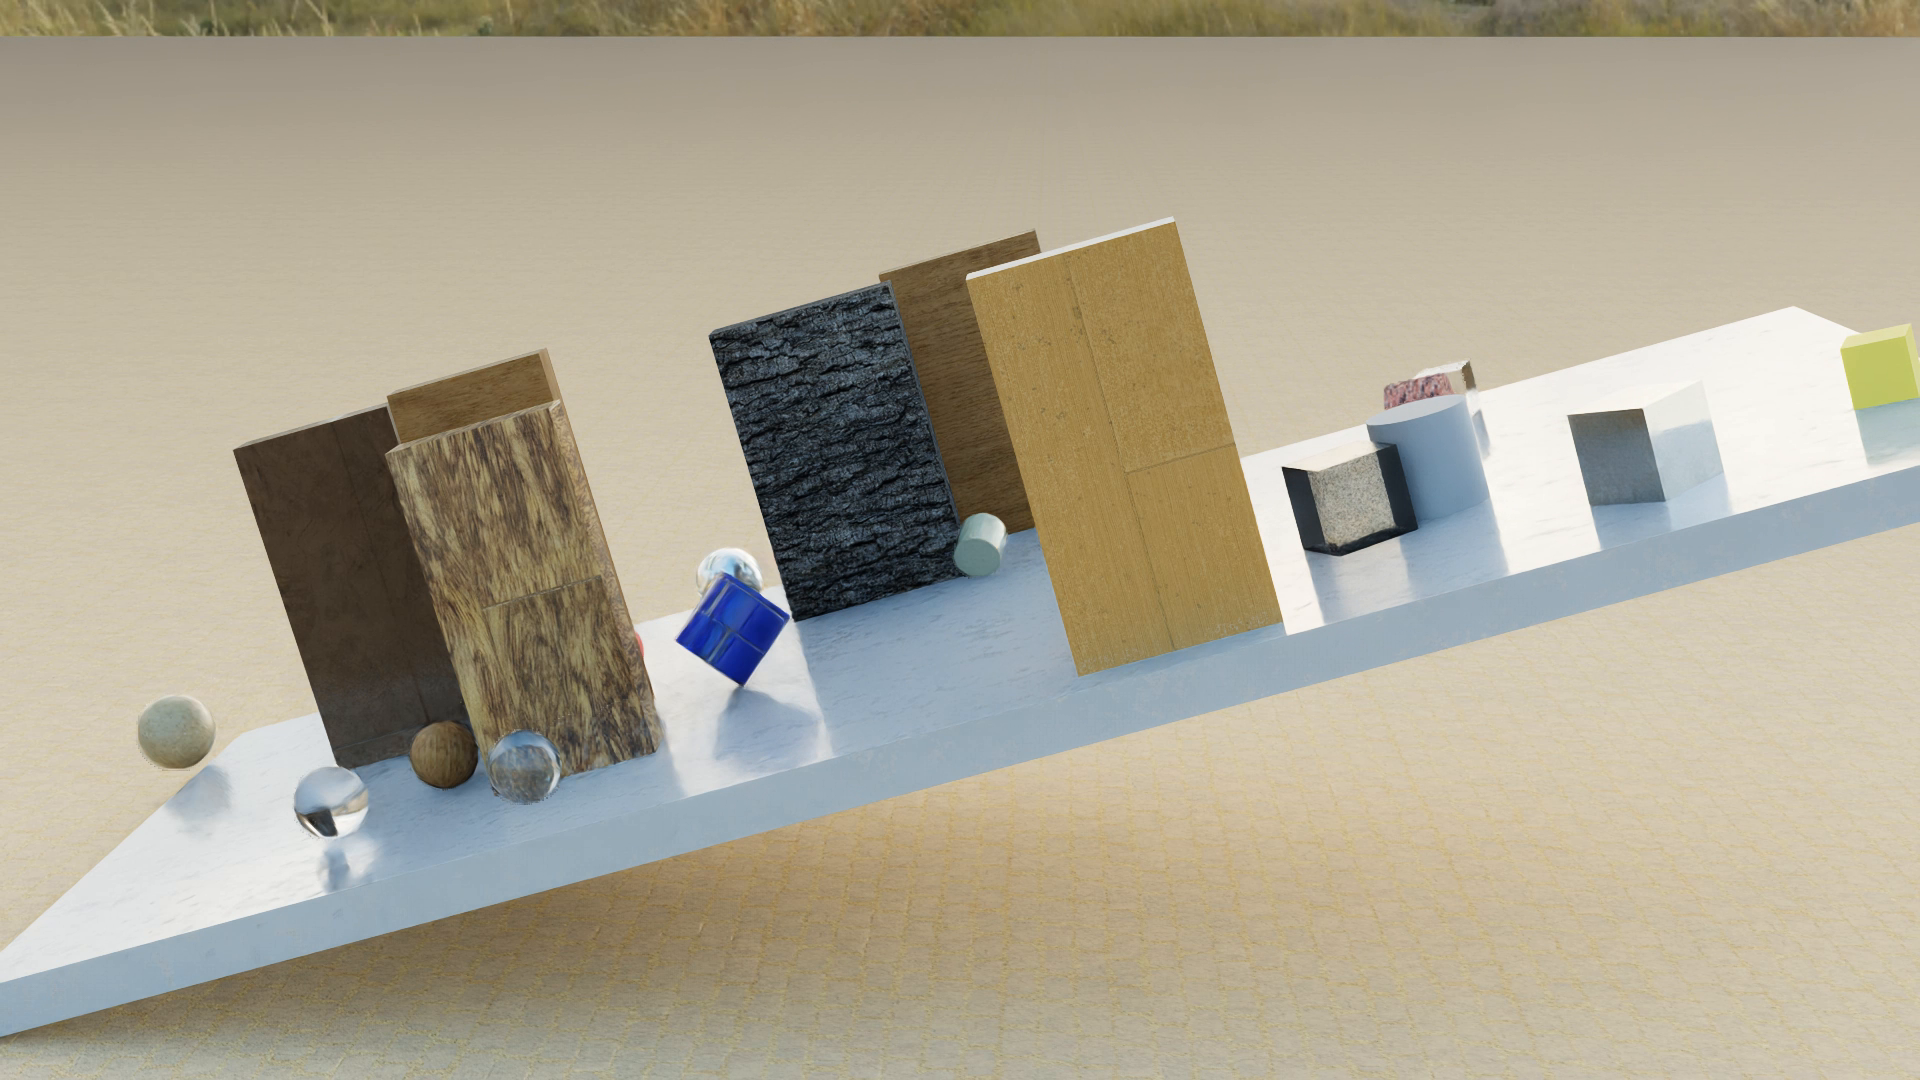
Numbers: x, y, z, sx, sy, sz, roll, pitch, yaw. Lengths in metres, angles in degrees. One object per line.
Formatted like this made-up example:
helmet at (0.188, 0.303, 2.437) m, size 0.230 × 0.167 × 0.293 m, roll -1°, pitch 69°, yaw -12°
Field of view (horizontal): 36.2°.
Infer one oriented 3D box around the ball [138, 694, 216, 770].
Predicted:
ball at (-1.911, 0.468, 7.178) m, size 0.185 × 0.185 × 0.185 m, roll 0°, pitch 10°, yaw 0°

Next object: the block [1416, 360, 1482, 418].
block at (1.153, -0.347, 6.967) m, size 0.117 × 0.117 × 0.117 m, roll -12°, pitch 10°, yaw 24°

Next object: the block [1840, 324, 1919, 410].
block at (1.823, -0.343, 5.811) m, size 0.125 × 0.125 × 0.125 m, roll -12°, pitch 11°, yaw 25°

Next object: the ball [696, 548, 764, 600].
ball at (-0.557, 0.099, 7.105) m, size 0.163 × 0.163 × 0.163 m, roll 0°, pitch 10°, yaw 0°

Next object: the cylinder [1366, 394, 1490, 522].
cylinder at (0.953, -0.166, 5.993) m, size 0.207 × 0.207 × 0.207 m, roll -16°, pitch 10°, yaw 3°

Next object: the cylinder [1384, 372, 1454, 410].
cylinder at (1.072, -0.311, 6.845) m, size 0.134 × 0.134 × 0.134 m, roll -12°, pitch 5°, yaw 24°

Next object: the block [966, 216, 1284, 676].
block at (0.304, -0.170, 5.415) m, size 0.391 × 0.762 × 0.120 m, roll -15°, pitch 10°, yaw 4°

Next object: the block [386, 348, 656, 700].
block at (-0.932, 0.020, 6.274) m, size 0.337 × 0.793 × 0.099 m, roll -15°, pitch 10°, yaw 4°

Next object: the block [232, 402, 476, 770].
block at (-1.317, 0.103, 6.551) m, size 0.357 × 0.756 × 0.120 m, roll -15°, pitch 10°, yaw 4°

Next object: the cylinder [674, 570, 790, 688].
cylinder at (-0.482, 0.187, 6.212) m, size 0.179 × 0.179 × 0.179 m, roll 33°, pitch -6°, yaw 4°

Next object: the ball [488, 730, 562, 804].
ball at (-0.843, 0.440, 5.695) m, size 0.142 × 0.142 × 0.142 m, roll 0°, pitch 10°, yaw 0°

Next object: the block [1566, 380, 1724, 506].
block at (1.302, -0.184, 5.588) m, size 0.183 × 0.183 × 0.183 m, roll -23°, pitch 12°, yaw -36°

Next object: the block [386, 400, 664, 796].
block at (-0.860, 0.116, 5.847) m, size 0.337 × 0.715 × 0.126 m, roll -15°, pitch 10°, yaw 4°

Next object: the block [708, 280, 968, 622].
block at (-0.271, -0.204, 6.772) m, size 0.425 × 0.690 × 0.122 m, roll -15°, pitch 10°, yaw 4°

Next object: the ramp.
ramp at (0.086, 0.189, 6.324) m, size 4.000 × 0.100 × 2.000 m, roll -15°, pitch 10°, yaw 4°

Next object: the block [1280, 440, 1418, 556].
block at (0.781, -0.085, 5.903) m, size 0.178 × 0.178 × 0.178 m, roll -19°, pitch 10°, yaw -15°

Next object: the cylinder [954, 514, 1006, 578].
cylinder at (0.047, 0.011, 6.692) m, size 0.105 × 0.105 × 0.105 m, roll 2°, pitch 34°, yaw 9°

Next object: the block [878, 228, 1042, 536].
block at (0.087, -0.364, 7.100) m, size 0.388 × 0.690 × 0.082 m, roll -15°, pitch 10°, yaw 4°

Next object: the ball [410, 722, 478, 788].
ball at (-1.060, 0.442, 6.048) m, size 0.139 × 0.139 × 0.139 m, roll 0°, pitch 10°, yaw 0°

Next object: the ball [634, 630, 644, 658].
ball at (-0.792, 0.259, 6.508) m, size 0.187 × 0.187 × 0.187 m, roll 0°, pitch 10°, yaw 0°

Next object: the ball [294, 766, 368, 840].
ball at (-1.256, 0.525, 5.876) m, size 0.148 × 0.148 × 0.148 m, roll 0°, pitch 10°, yaw 0°

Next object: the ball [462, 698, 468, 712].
ball at (-1.013, 0.339, 6.467) m, size 0.160 × 0.160 × 0.160 m, roll 0°, pitch 10°, yaw 0°
